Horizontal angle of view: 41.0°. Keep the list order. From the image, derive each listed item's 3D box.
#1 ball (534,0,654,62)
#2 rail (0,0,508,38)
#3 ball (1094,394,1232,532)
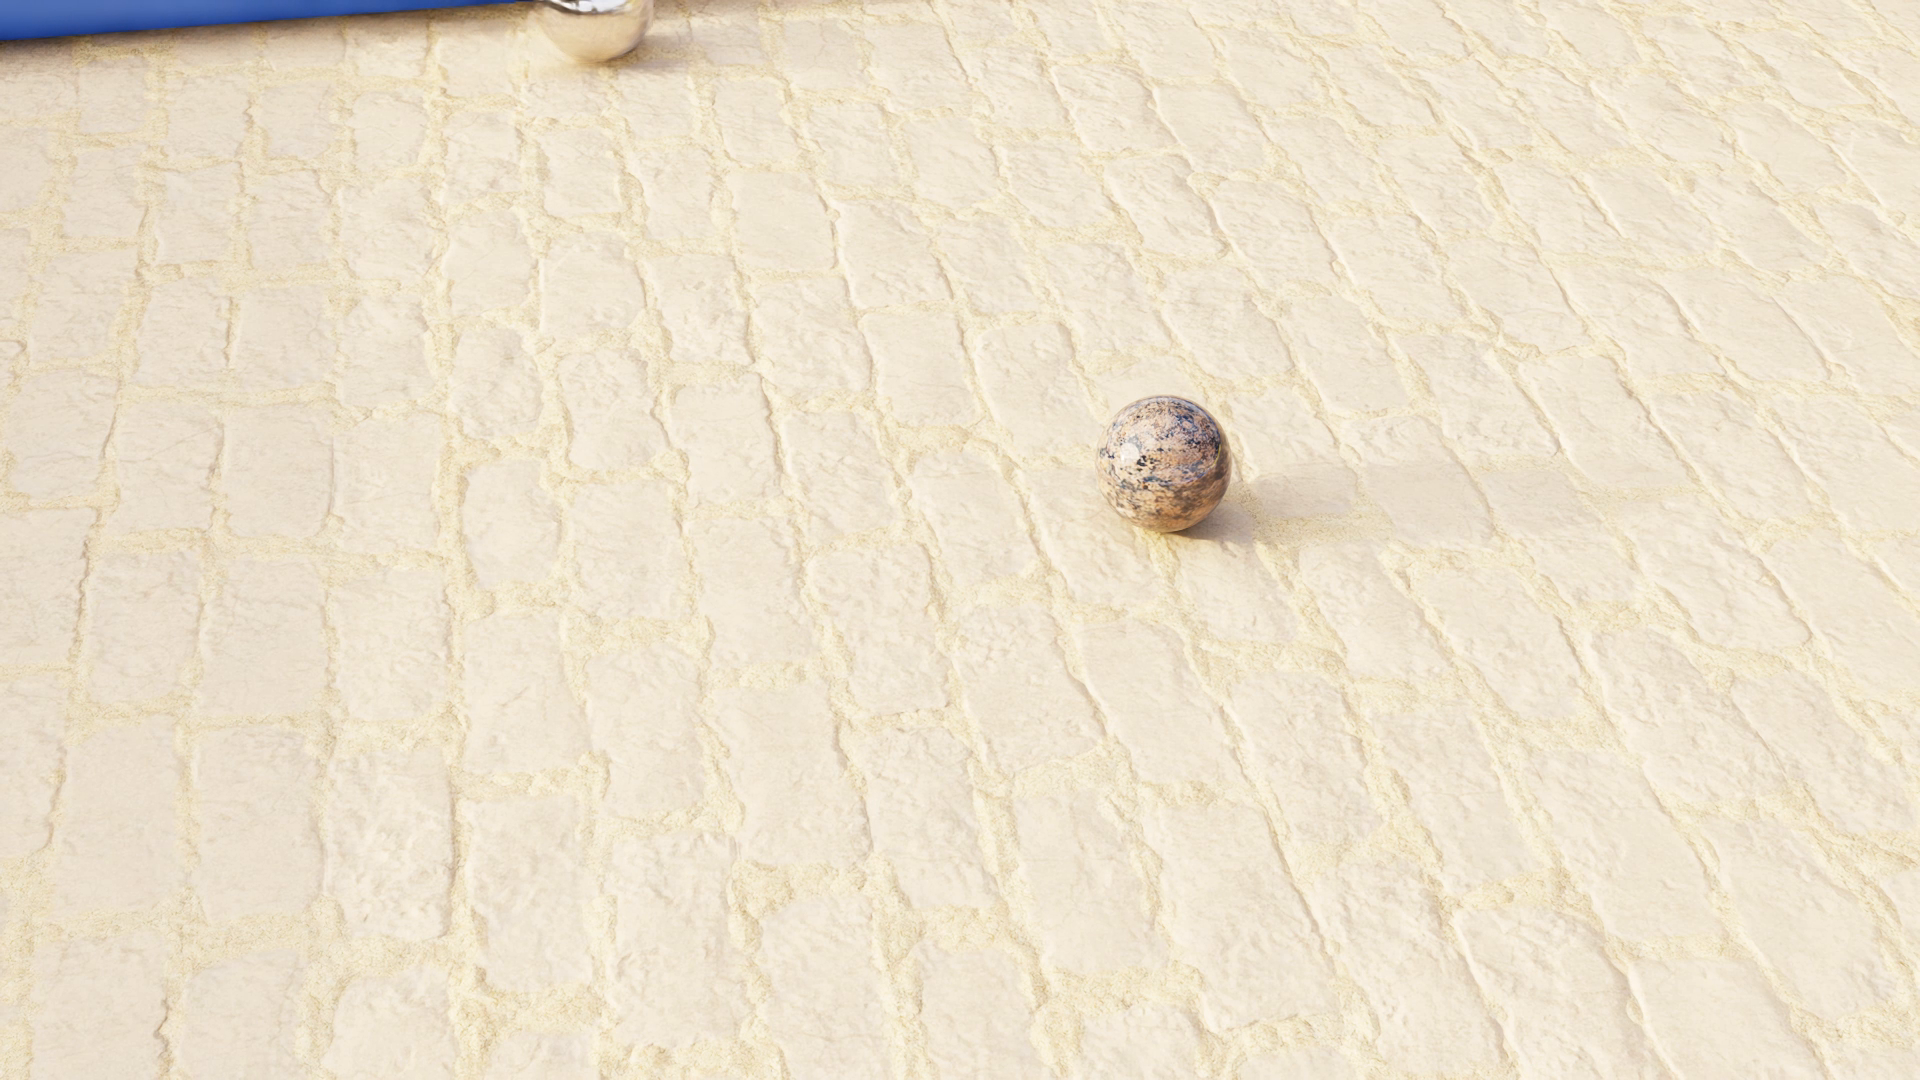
[{"bbox_3d":[-0.300,-0.441,2.101,0.098,0.098,0.098,0,36,0],"label":"ball"},{"bbox_3d":[0.705,-0.621,2.319,3.505,0.128,0.045,-6,37,-8],"label":"rail"},{"bbox_3d":[0.125,-0.047,1.575,0.085,0.085,0.085,0,36,0],"label":"ball"}]
